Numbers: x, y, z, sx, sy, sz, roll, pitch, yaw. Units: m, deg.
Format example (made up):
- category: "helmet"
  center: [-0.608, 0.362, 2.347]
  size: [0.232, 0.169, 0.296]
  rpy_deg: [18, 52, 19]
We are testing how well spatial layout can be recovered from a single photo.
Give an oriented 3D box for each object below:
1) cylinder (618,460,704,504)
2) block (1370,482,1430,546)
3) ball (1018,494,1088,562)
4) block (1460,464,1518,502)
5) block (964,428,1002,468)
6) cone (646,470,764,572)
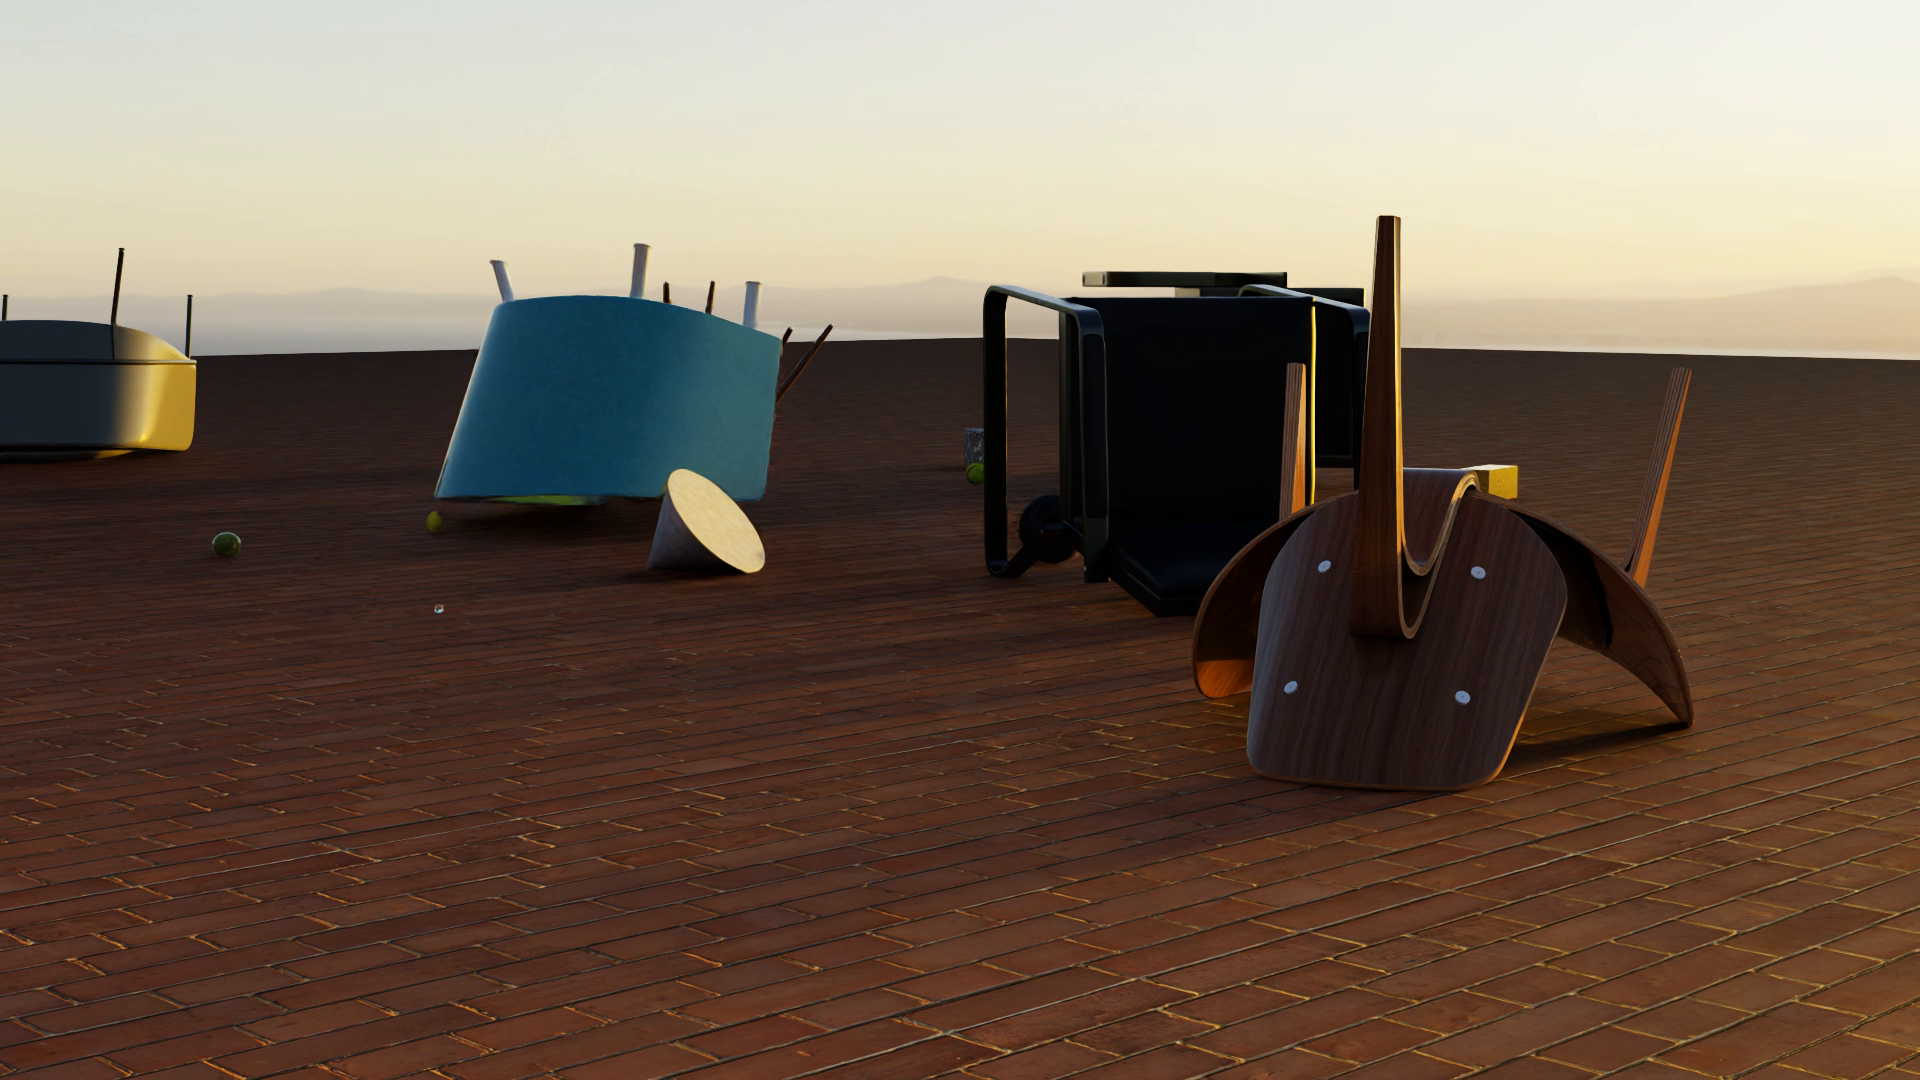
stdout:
- category: "cylinder"
  center: [-0.877, -0.173, 7.542]
  size: [0.116, 0.113, 0.256]
  rpy_deg: [44, 26, 22]
- category: "block"
  center: [1.089, -0.066, 6.356]
  size: [0.096, 0.143, 0.181]
  rpy_deg: [-1, 6, -7]
- category: "ball"
  center: [0.214, -0.026, 5.895]
  size: [0.158, 0.158, 0.158]
  rpy_deg: [0, 6, 0]
- category: "block"
  center: [1.561, -0.168, 7.579]
  size: [0.093, 0.094, 0.205]
  rpy_deg: [4, 7, 35]
- category: "block"
  center: [0.079, -0.319, 8.886]
  size: [0.099, 0.127, 0.209]
  rpy_deg: [-1, 6, -8]
- category: "cone"
  center: [-0.622, 0.012, 5.731]
  size: [0.212, 0.244, 0.331]
  rpy_deg: [-33, -40, 20]
